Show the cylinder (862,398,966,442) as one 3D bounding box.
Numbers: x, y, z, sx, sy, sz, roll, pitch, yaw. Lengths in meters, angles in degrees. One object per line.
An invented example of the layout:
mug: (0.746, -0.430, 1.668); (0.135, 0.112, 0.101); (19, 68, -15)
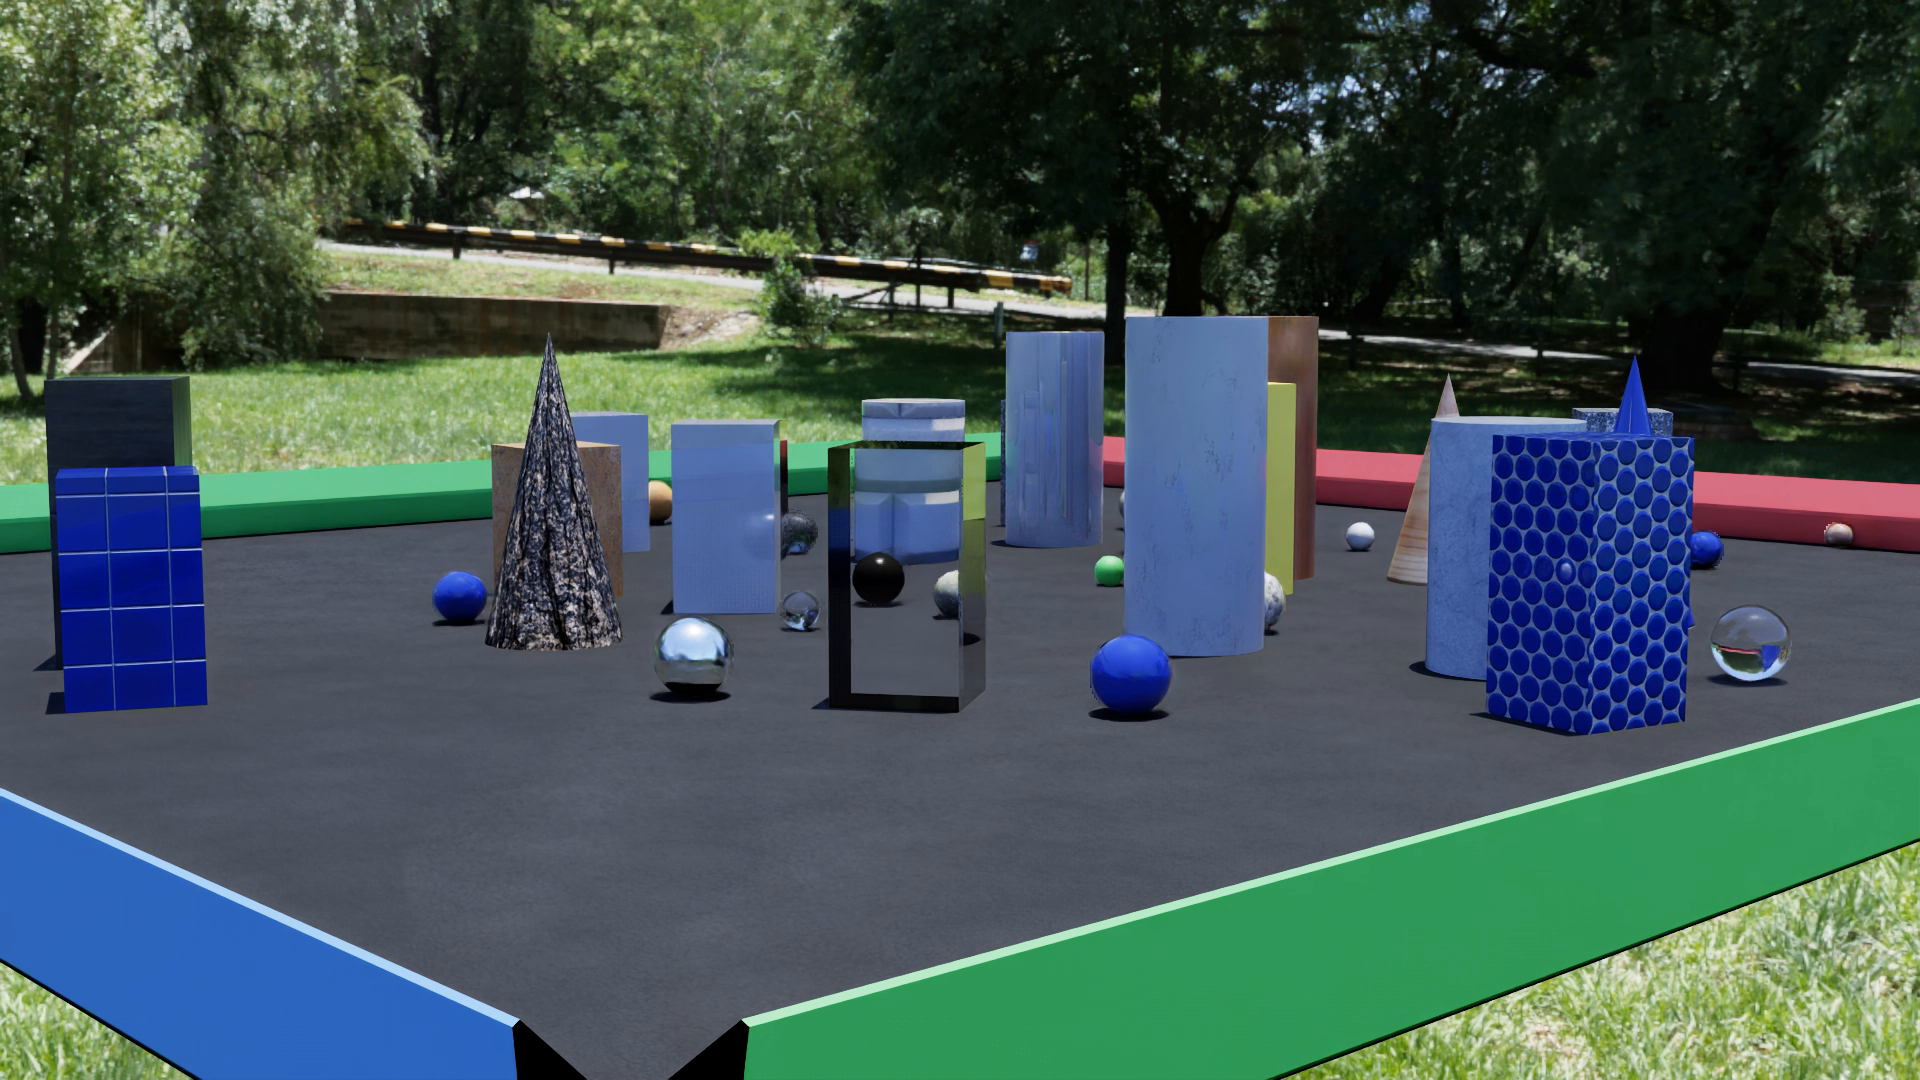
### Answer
cylinder: (-0.083, -0.110, 3.929); (0.185, 0.277, 0.185); (0, 6, 0)

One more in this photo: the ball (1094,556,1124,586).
ball: (0.239, 0.049, 3.512); (0.049, 0.049, 0.049); (0, 6, 0)

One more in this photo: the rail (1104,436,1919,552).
rail: (1.258, -0.092, 4.487); (0.045, 0.120, 3.309); (-6, 8, -42)

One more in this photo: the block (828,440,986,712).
block: (-0.058, 0.037, 2.489); (0.148, 0.289, 0.148); (1, 6, 12)

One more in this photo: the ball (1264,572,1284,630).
ball: (0.401, 0.083, 3.010); (0.087, 0.087, 0.087); (0, 6, 0)

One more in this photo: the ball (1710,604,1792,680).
ball: (0.943, 0.123, 2.621); (0.091, 0.091, 0.091); (0, 6, 0)

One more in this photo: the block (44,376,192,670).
block: (-1.052, -0.026, 2.770); (0.148, 0.355, 0.148); (-1, 6, -11)

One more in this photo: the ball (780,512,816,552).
ball: (-0.298, -0.014, 3.981); (0.074, 0.074, 0.074); (0, 6, 0)

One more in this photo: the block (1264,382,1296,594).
block: (0.417, -0.081, 3.425); (0.148, 0.326, 0.148); (-3, 7, -27)

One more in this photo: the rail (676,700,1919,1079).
rail: (1.106, 0.158, 2.141); (3.472, 0.120, 0.045); (-6, 8, -42)

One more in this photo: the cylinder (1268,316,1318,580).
cylinder: (0.497, -0.155, 3.640); (0.185, 0.428, 0.185); (0, 6, 0)

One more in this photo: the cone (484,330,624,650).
cone: (-0.542, -0.072, 2.921); (0.185, 0.413, 0.185); (0, 6, 0)

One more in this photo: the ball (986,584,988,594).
ball: (0.006, 0.072, 3.206); (0.067, 0.067, 0.067); (0, 6, 0)

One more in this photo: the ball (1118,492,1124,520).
ball: (0.364, -0.068, 4.405); (0.092, 0.092, 0.092); (0, 6, 0)

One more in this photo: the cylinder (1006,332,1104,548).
cylinder: (0.178, -0.192, 4.138); (0.185, 0.396, 0.185); (0, 6, 0)

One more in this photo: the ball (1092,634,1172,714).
ball: (0.187, 0.147, 2.403); (0.088, 0.088, 0.088); (0, 6, 0)

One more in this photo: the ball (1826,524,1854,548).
ball: (1.624, -0.008, 4.057); (0.046, 0.046, 0.046); (0, 6, 0)

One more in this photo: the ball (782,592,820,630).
ball: (-0.220, 0.097, 3.037); (0.053, 0.053, 0.053); (0, 6, 0)

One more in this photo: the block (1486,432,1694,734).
block: (0.679, 0.041, 2.376); (0.148, 0.305, 0.148); (-4, 7, -30)

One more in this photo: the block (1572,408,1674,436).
block: (1.141, -0.092, 3.806); (0.148, 0.266, 0.148); (1, 6, 8)

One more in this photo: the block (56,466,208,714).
block: (-0.938, 0.052, 2.494); (0.148, 0.258, 0.148); (-2, 6, -20)

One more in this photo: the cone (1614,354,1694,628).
cone: (0.941, -0.072, 3.086); (0.185, 0.378, 0.185); (0, 6, 0)

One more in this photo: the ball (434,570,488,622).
ball: (-0.704, 0.080, 3.101); (0.073, 0.073, 0.073); (0, 6, 0)

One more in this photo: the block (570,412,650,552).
block: (-0.669, -0.106, 4.020); (0.148, 0.249, 0.148); (-4, 7, -36)

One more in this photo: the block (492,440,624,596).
block: (-0.622, -0.031, 3.392); (0.148, 0.232, 0.148); (-4, 7, -35)

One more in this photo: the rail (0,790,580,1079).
rail: (-1.258, 0.154, 2.178); (0.045, 0.120, 3.309); (-6, 8, -42)

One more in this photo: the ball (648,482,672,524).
ball: (-0.627, -0.078, 4.521); (0.087, 0.087, 0.087); (0, 6, 0)

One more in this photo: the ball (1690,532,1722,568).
ball: (1.266, 0.017, 3.751); (0.062, 0.062, 0.062); (0, 6, 0)

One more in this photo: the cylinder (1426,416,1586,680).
cylinder: (0.668, 0.006, 2.696); (0.185, 0.306, 0.185); (0, 6, 0)

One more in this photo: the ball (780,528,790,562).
ball: (-0.331, 0.008, 3.766); (0.076, 0.076, 0.076); (0, 6, 0)

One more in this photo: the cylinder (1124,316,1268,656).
cylinder: (0.307, -0.075, 2.870); (0.185, 0.431, 0.185); (0, 6, 0)

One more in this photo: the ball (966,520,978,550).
ball: (0.006, -0.009, 4.023); (0.056, 0.056, 0.056); (0, 6, 0)

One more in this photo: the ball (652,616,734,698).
ball: (-0.305, 0.134, 2.514); (0.091, 0.091, 0.091); (0, 6, 0)

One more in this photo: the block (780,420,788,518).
block: (-0.431, -0.117, 4.241); (0.148, 0.223, 0.148); (2, 7, 21)

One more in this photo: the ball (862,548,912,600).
ball: (-0.111, 0.052, 3.343); (0.078, 0.078, 0.078); (0, 6, 0)

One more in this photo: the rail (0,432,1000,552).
rail: (-1.106, -0.096, 4.524); (3.472, 0.120, 0.045); (-6, 8, -42)

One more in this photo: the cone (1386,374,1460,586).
cone: (0.788, -0.102, 3.565); (0.185, 0.338, 0.185); (0, 6, 0)

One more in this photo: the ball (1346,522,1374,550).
ball: (0.732, -0.006, 4.020); (0.051, 0.051, 0.051); (0, 6, 0)

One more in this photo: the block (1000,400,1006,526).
block: (0.187, -0.157, 4.467); (0.148, 0.255, 0.148); (5, 8, 41)

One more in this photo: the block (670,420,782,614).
block: (-0.344, -0.037, 3.254); (0.148, 0.275, 0.148); (0, 6, -1)
